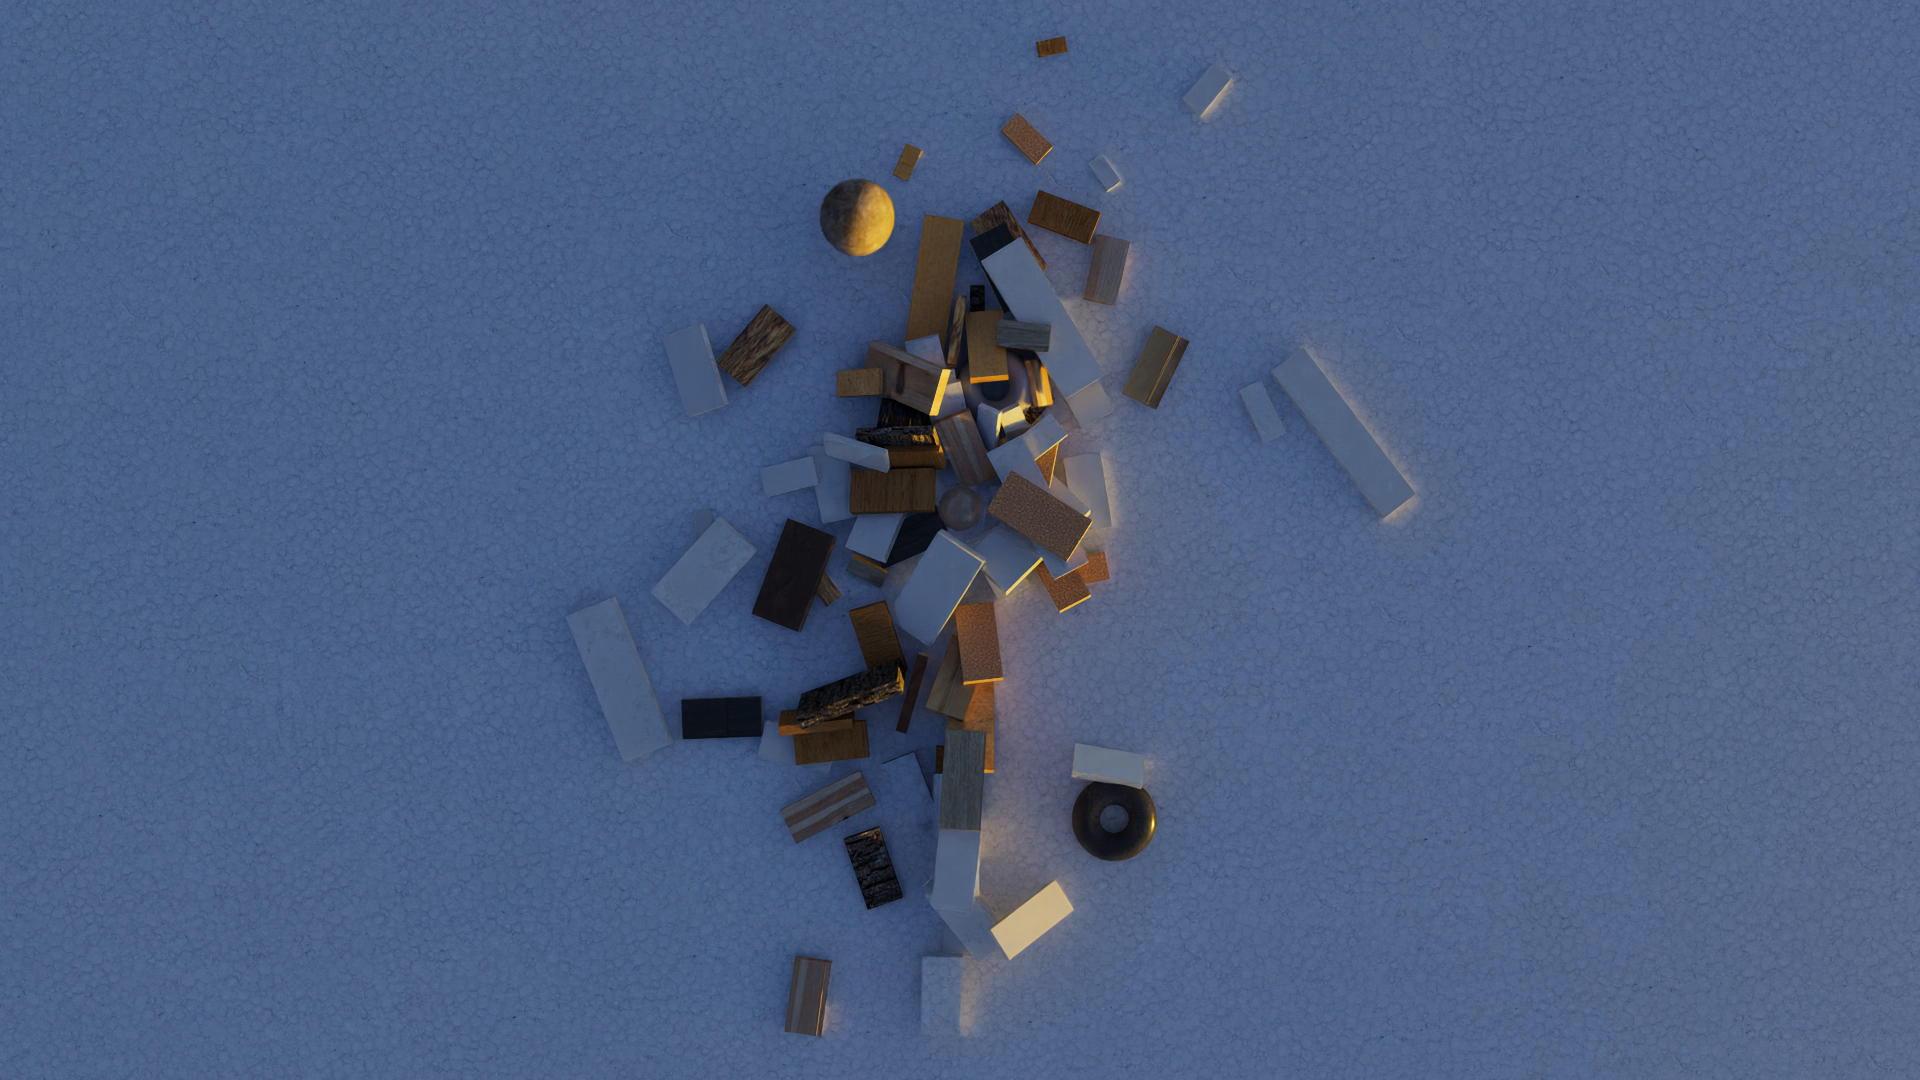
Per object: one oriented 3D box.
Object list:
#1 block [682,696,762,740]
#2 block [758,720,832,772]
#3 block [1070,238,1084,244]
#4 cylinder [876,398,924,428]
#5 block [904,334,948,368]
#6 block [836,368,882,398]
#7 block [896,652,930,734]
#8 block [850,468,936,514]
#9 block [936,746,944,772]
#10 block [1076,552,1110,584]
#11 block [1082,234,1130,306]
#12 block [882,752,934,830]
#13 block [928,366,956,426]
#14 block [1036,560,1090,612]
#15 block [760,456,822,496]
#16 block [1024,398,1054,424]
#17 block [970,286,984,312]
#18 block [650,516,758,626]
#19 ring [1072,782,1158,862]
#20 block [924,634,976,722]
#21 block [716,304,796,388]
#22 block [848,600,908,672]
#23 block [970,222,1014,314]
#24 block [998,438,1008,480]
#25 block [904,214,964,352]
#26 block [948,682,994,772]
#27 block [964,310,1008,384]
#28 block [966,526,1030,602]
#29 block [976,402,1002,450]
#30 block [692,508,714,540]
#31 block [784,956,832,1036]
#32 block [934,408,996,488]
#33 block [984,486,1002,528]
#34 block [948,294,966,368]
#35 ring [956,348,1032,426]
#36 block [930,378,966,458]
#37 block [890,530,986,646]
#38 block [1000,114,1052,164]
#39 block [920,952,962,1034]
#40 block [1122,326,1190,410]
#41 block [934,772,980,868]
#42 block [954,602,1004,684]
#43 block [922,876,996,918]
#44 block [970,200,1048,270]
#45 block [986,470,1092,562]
[{"bbox_3d":[-0.790,0.590,5.481,0.262,0.037,0.131,-2,90,0],"label":"block"},{"bbox_3d":[-0.539,0.687,5.483,0.242,0.034,0.121,13,90,0],"label":"block"},{"bbox_3d":[0.397,-1.037,5.493,0.048,0.014,0.096,6,90,0],"label":"block"},{"bbox_3d":[-0.196,-0.387,5.430,0.141,0.141,0.141,9,90,0],"label":"cylinder"},{"bbox_3d":[-0.097,-0.557,5.439,0.113,0.032,0.227,-13,111,5],"label":"block"},{"bbox_3d":[-0.331,-0.519,5.442,0.172,0.024,0.086,0,90,34],"label":"block"},{"bbox_3d":[-0.156,0.501,5.435,0.037,0.130,0.260,16,90,0],"label":"block"},{"bbox_3d":[-0.220,-0.160,5.405,0.280,0.040,0.140,-1,79,15],"label":"block"},{"bbox_3d":[-0.006,0.834,5.445,0.152,0.043,0.304,2,90,0],"label":"block"},{"bbox_3d":[0.400,0.103,5.487,0.182,0.026,0.091,-11,90,0],"label":"block"},{"bbox_3d":[0.487,-0.897,5.485,0.109,0.031,0.218,13,90,0],"label":"block"},{"bbox_3d":[-0.164,0.832,5.483,0.117,0.033,0.233,-21,90,0],"label":"block"},{"bbox_3d":[-0.056,-0.451,5.443,0.113,0.032,0.227,-11,112,0],"label":"block"},{"bbox_3d":[0.326,0.113,5.446,0.114,0.032,0.229,-27,75,-4],"label":"block"},{"bbox_3d":[-0.563,-0.211,5.466,0.190,0.027,0.095,-13,90,13],"label":"block"},{"bbox_3d":[0.254,-0.444,5.492,0.056,0.016,0.112,42,90,0],"label":"block"},{"bbox_3d":[0.058,-0.787,5.493,0.048,0.014,0.121,-1,90,0],"label":"block"},{"bbox_3d":[-0.847,0.103,5.463,0.169,0.048,0.338,43,93,-4],"label":"block"},{"bbox_3d":[0.510,0.922,5.454,0.283,0.094,0.283,0,91,1],"label":"ring"},{"bbox_3d":[-0.009,0.456,5.437,0.130,0.037,0.260,20,71,3],"label":"block"},{"bbox_3d":[-0.677,-0.644,5.482,0.129,0.036,0.257,41,90,0],"label":"block"},{"bbox_3d":[-0.269,0.333,5.450,0.123,0.035,0.247,-16,102,7],"label":"block"},{"bbox_3d":[0.148,-0.896,5.442,0.132,0.037,0.265,-26,92,0],"label":"block"},{"bbox_3d":[0.143,-0.264,5.466,0.020,0.070,0.140,-13,90,-35],"label":"block"},{"bbox_3d":[-0.091,-0.810,5.481,0.132,0.037,0.524,9,90,0],"label":"block"},{"bbox_3d":[0.035,0.611,5.427,0.152,0.043,0.304,0,70,0],"label":"block"},{"bbox_3d":[0.087,-0.637,5.418,0.124,0.035,0.248,-5,66,2],"label":"block"},{"bbox_3d":[0.125,0.079,5.473,0.114,0.032,0.229,-29,95,0],"label":"block"},{"bbox_3d":[0.092,-0.371,5.416,0.077,0.155,0.022,27,47,21],"label":"block"},{"bbox_3d":[-0.848,-0.035,5.491,0.065,0.018,0.131,-10,90,0],"label":"block"},{"bbox_3d":[-0.504,1.516,5.483,0.123,0.035,0.246,8,90,0],"label":"block"},{"bbox_3d":[0.019,-0.300,5.434,0.124,0.035,0.248,-22,111,5],"label":"block"},{"bbox_3d":[0.127,-0.107,5.490,0.070,0.020,0.140,11,90,0],"label":"block"},{"bbox_3d":[-0.010,-0.687,5.443,0.032,0.113,0.227,8,90,0],"label":"block"},{"bbox_3d":[0.117,-0.506,5.457,0.264,0.088,0.264,0,90,1],"label":"ring"},{"bbox_3d":[-0.033,-0.396,5.430,0.124,0.035,0.248,-13,112,1],"label":"block"},{"bbox_3d":[-0.080,0.158,5.403,0.177,0.050,0.354,34,111,6],"label":"block"},{"bbox_3d":[0.223,-1.334,5.489,0.162,0.023,0.081,44,90,0],"label":"block"},{"bbox_3d":[-0.061,1.503,5.464,0.134,0.038,0.267,1,97,0],"label":"block"},{"bbox_3d":[0.650,-0.573,5.482,0.125,0.035,0.249,26,90,0],"label":"block"},{"bbox_3d":[-0.011,0.915,5.402,0.152,0.043,0.304,0,91,0],"label":"block"},{"bbox_3d":[0.061,0.339,5.439,0.130,0.037,0.260,-6,72,-3],"label":"block"},{"bbox_3d":[-0.002,1.191,5.450,0.117,0.033,0.233,-43,90,-1],"label":"block"},{"bbox_3d":[0.162,-0.980,5.481,0.132,0.037,0.265,-34,90,0],"label":"block"},{"bbox_3d":[0.256,-0.077,5.316,0.307,0.043,0.153,32,88,6],"label":"block"}]
